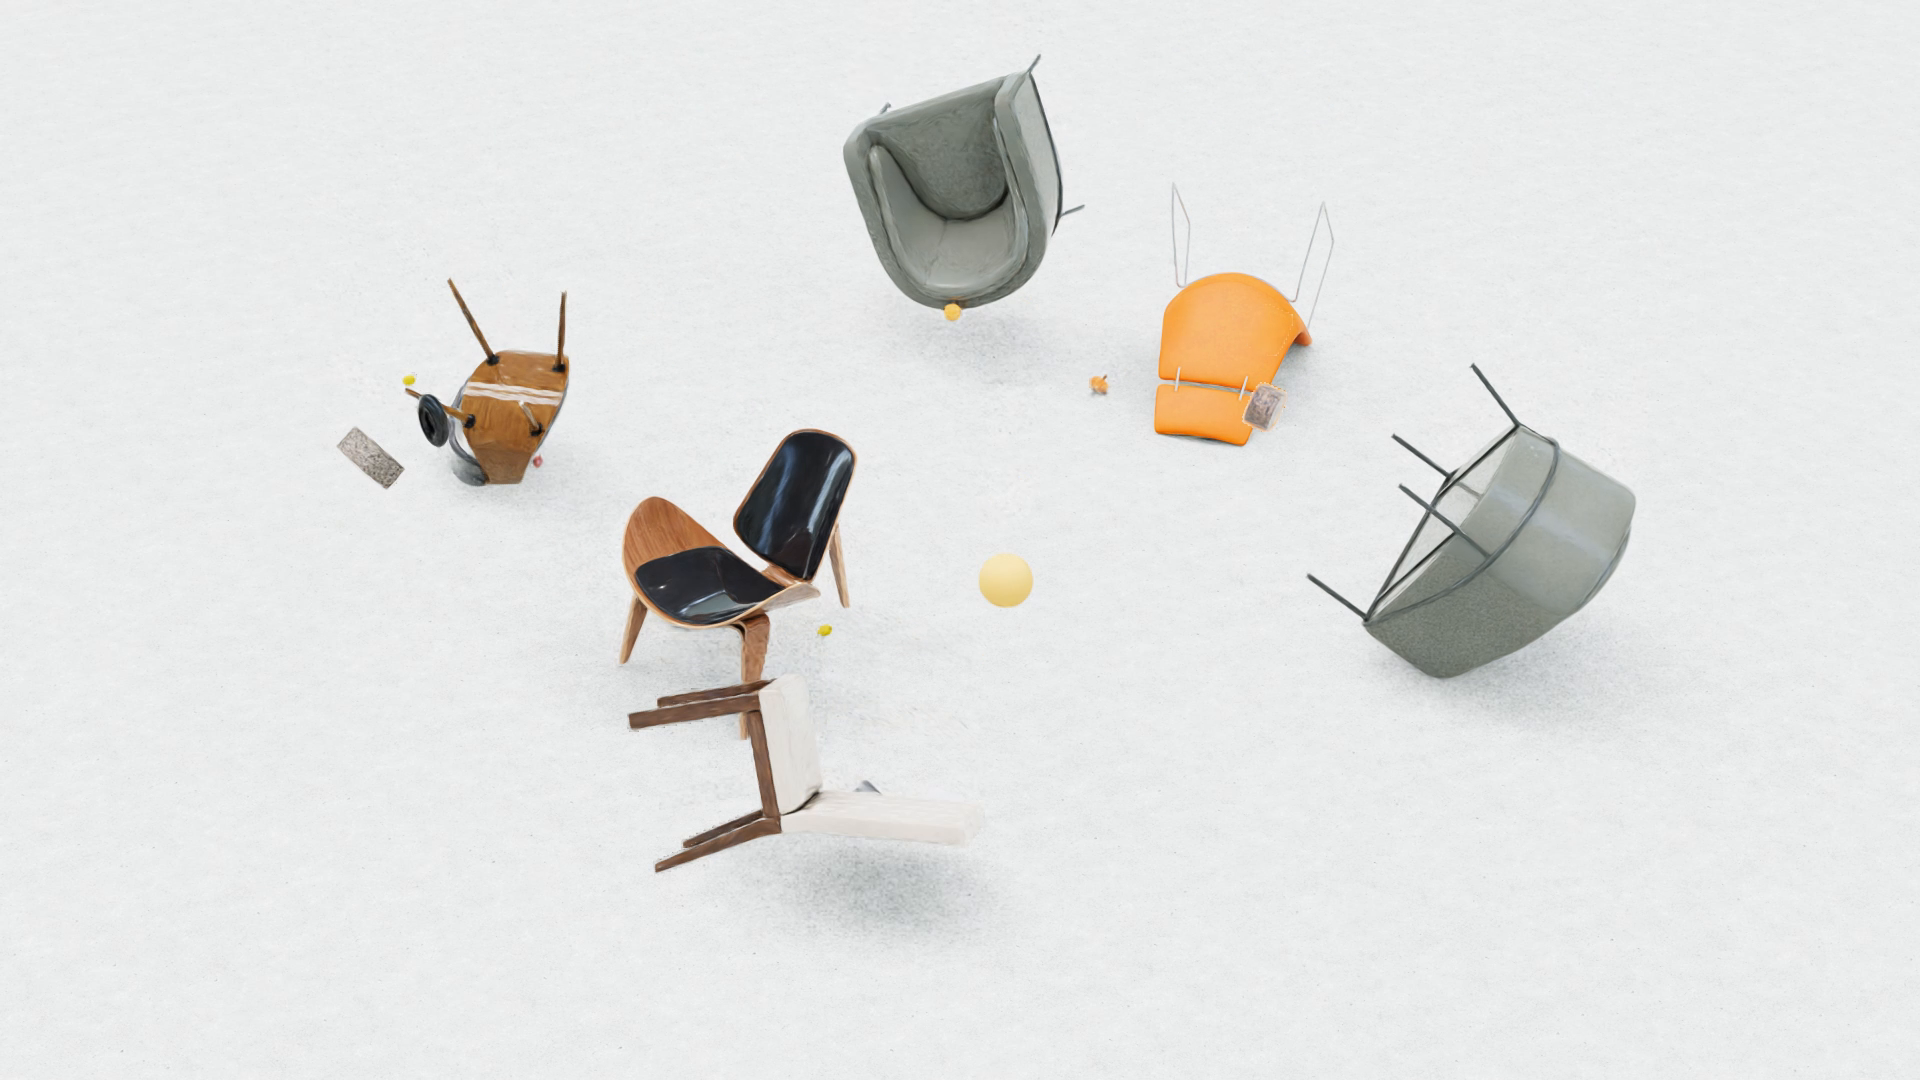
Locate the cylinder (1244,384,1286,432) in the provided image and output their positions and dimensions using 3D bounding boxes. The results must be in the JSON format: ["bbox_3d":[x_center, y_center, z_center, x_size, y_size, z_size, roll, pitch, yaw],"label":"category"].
[{"bbox_3d":[1.157,-0.504,11.133,0.094,0.148,0.186,25,33,11],"label":"cylinder"}]

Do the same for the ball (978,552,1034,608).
[{"bbox_3d":[0.151,0.132,9.683,0.182,0.182,0.182,0,33,0],"label":"ball"}]

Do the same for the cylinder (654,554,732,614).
[{"bbox_3d":[-0.958,0.159,10.504,0.247,0.206,0.258,1,5,2],"label":"cylinder"}]

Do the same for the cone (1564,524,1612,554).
[{"bbox_3d":[2.235,0.022,10.616,0.206,0.096,0.144,28,40,34],"label":"cone"}]

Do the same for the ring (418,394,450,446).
[{"bbox_3d":[-1.887,-0.428,10.506,0.125,0.217,0.056,20,40,34],"label":"ring"}]

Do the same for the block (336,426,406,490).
[{"bbox_3d":[-2.104,-0.294,10.469,0.166,0.168,0.101,38,85,30],"label":"block"}]
